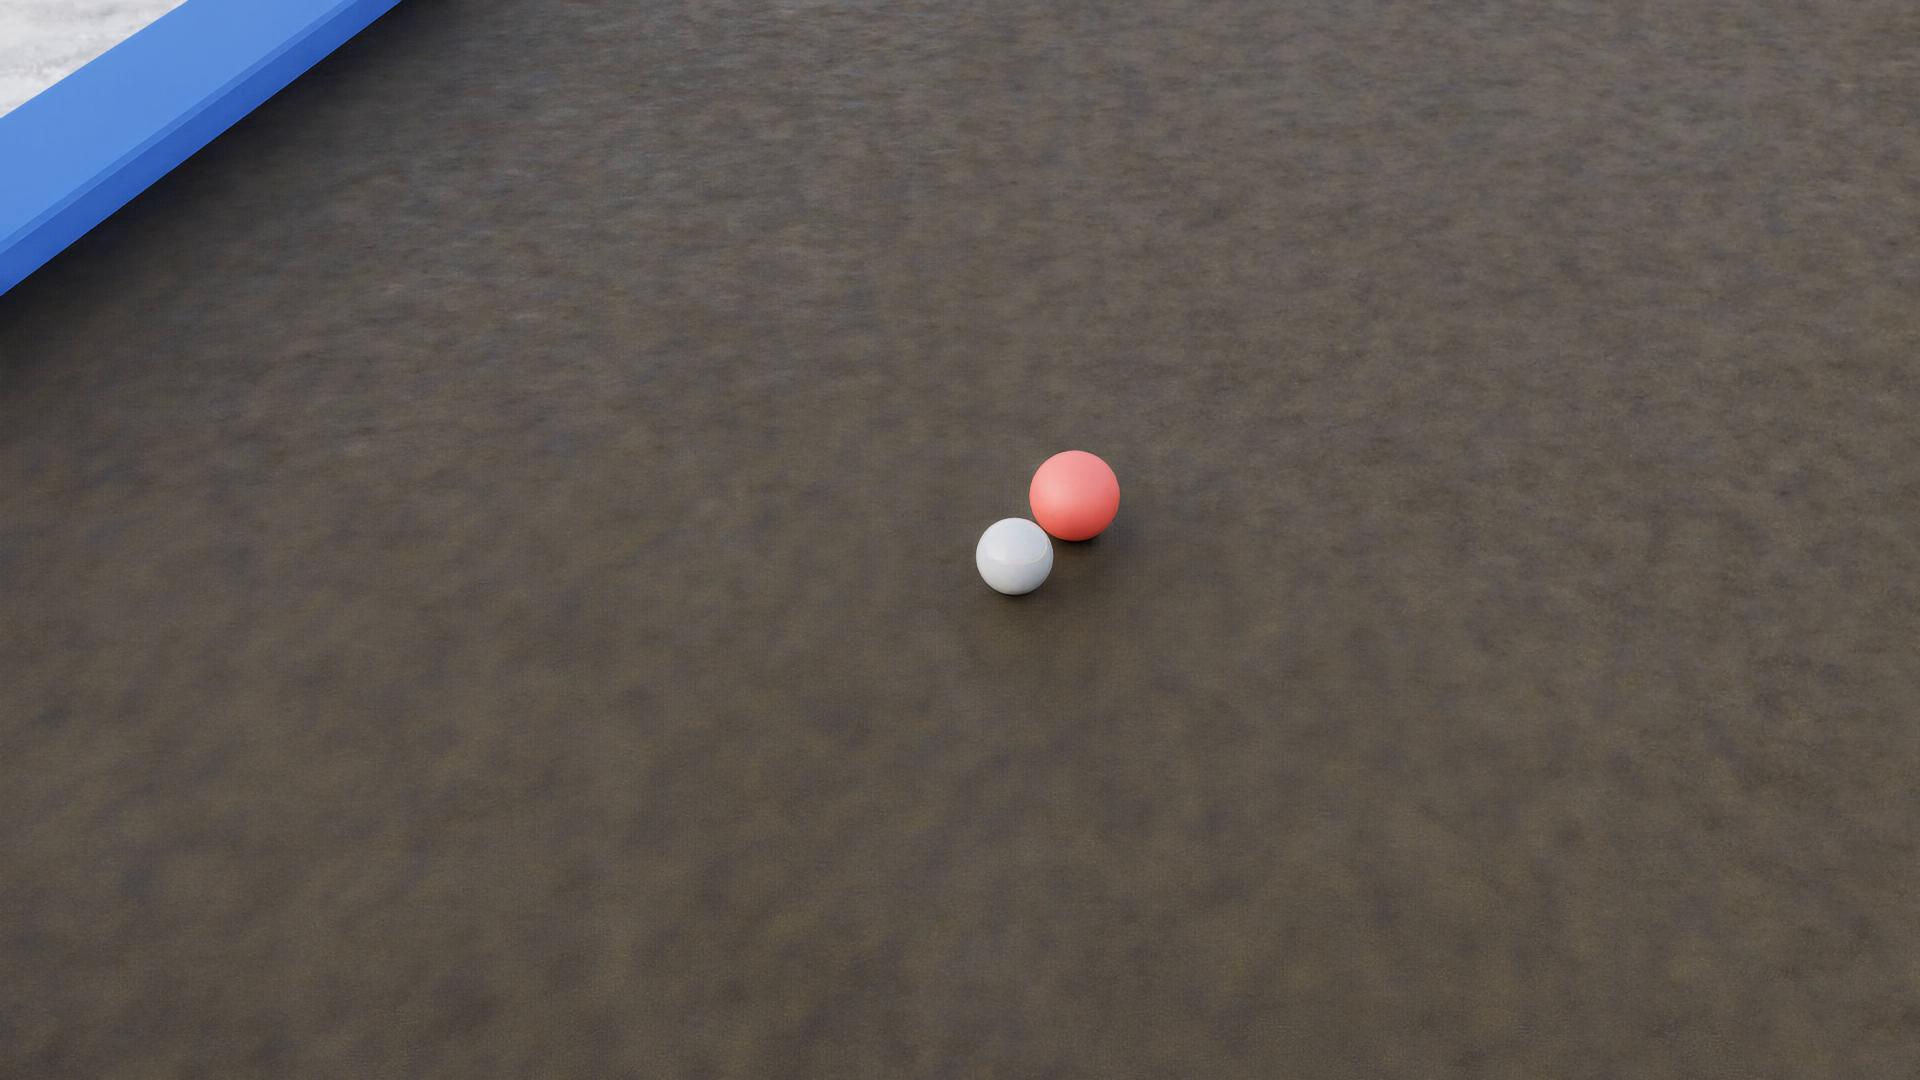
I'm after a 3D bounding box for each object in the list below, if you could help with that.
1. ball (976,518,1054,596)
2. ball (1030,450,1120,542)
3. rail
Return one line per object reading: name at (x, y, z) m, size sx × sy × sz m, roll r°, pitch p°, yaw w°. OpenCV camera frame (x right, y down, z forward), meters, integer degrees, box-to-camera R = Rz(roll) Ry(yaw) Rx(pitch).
ball at (0.034, 0.010, 1.831) m, size 0.048 × 0.048 × 0.048 m, roll 0°, pitch 26°, yaw 0°
ball at (0.074, -0.028, 1.897) m, size 0.059 × 0.059 × 0.059 m, roll 0°, pitch 26°, yaw 0°
rail at (-0.640, -0.428, 2.619) m, size 0.045 × 0.130 × 2.993 m, roll 5°, pitch 27°, yaw 11°
